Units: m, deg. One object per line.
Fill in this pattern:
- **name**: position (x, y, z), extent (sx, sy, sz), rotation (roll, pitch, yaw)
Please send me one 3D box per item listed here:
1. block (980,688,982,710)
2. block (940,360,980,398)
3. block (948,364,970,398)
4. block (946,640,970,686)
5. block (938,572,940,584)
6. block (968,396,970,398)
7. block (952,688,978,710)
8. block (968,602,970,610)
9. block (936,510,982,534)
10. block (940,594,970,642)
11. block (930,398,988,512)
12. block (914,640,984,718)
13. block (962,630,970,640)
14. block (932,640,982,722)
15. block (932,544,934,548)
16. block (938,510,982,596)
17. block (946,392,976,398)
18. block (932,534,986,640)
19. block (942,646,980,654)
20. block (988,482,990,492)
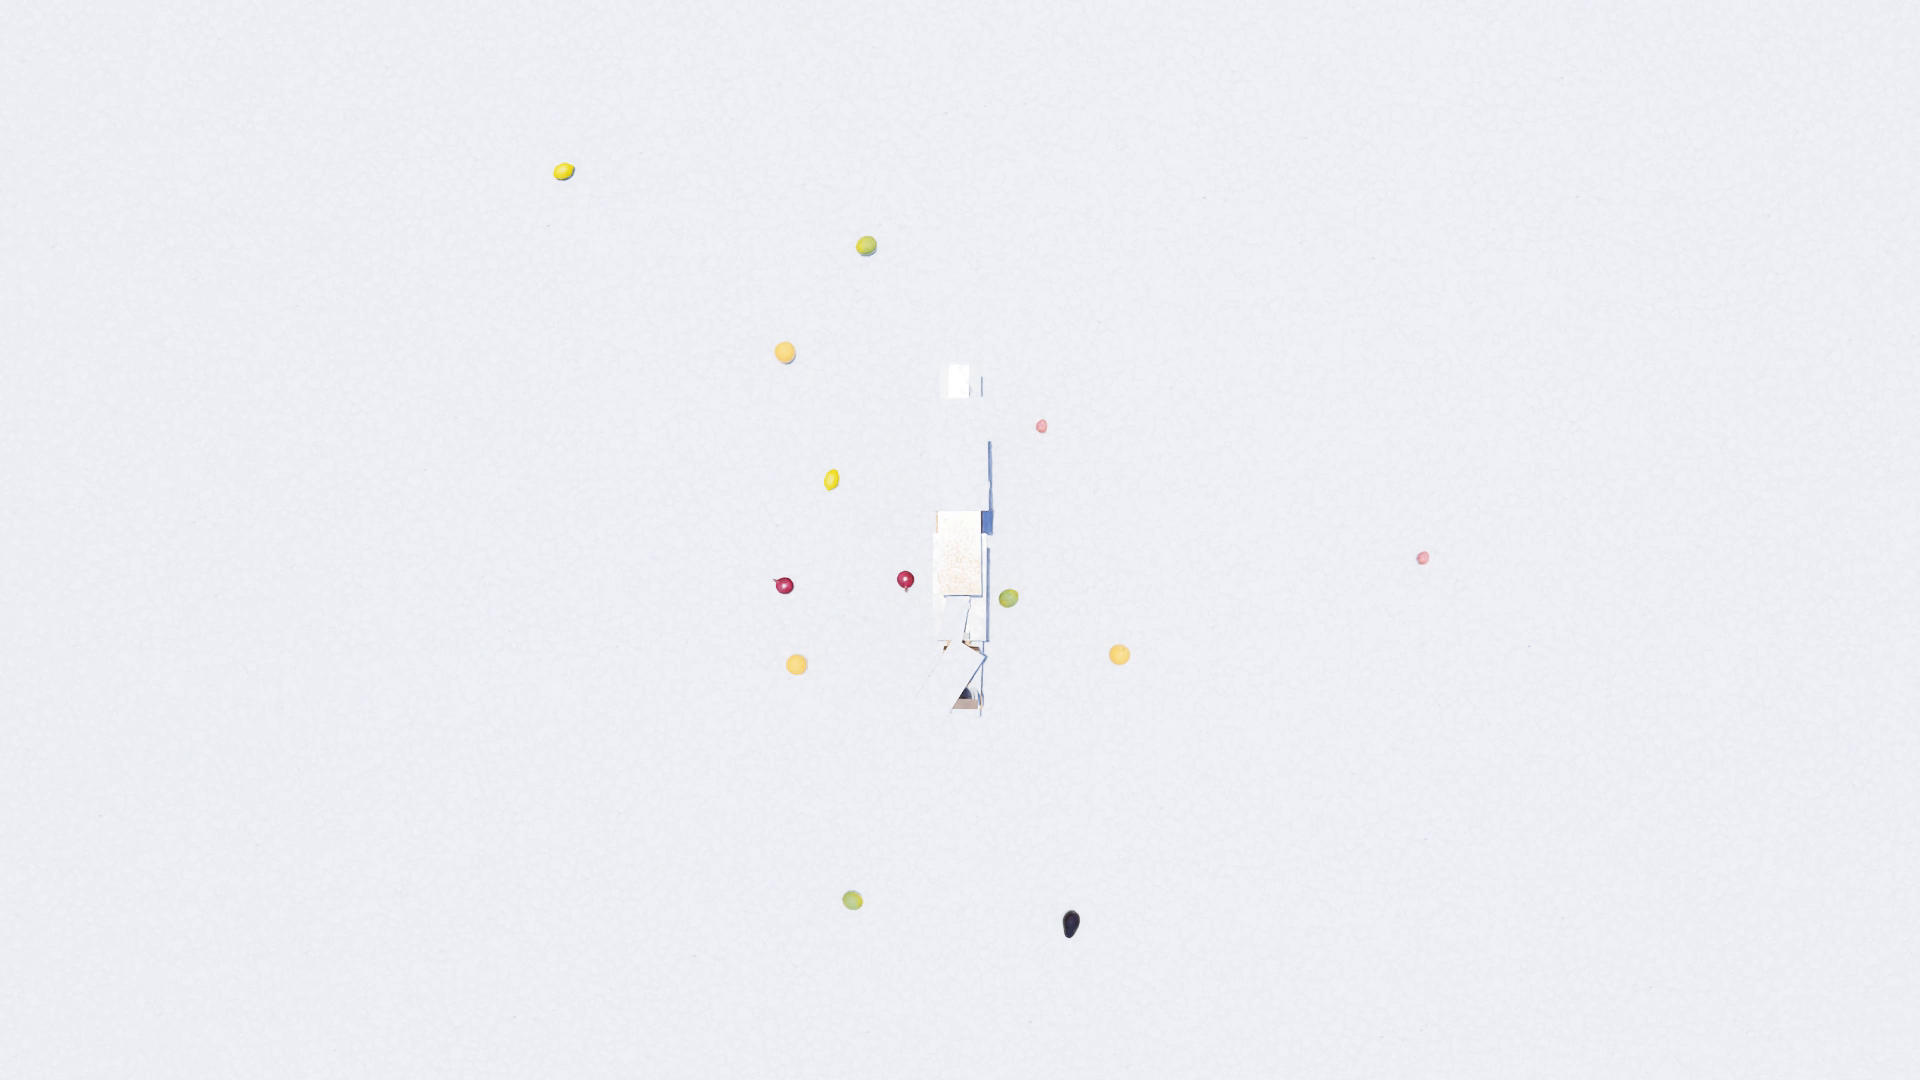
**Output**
- **block**: position (-0.003, 0.516, 5.353), extent (0.147, 0.293, 0.042), rotation (0, 90, 0)
- **block**: position (0.002, -0.436, 5.224), extent (0.129, 0.036, 0.257), rotation (0, 90, 0)
- **block**: position (-0.003, -0.453, 4.826), extent (0.059, 0.017, 0.118), rotation (1, 90, 0)
- **block**: position (-0.006, 0.370, 5.012), extent (0.072, 0.020, 0.143), rotation (1, 90, 0)
- **block**: position (-0.002, 0.109, 4.715), extent (0.116, 0.232, 0.033), rotation (-7, 86, 0)
- **block**: position (-0.003, -0.413, 4.893), extent (0.059, 0.118, 0.017), rotation (0, 90, 0)
- **block**: position (0.000, 0.477, 4.978), extent (0.105, 0.373, 0.030), rotation (1, 90, 0)
- **block**: position (-0.005, 0.187, 4.766), extent (0.066, 0.131, 0.019), rotation (0, 90, 0)
- **block**: position (-0.003, -0.156, 5.187), extent (0.146, 0.041, 0.292), rotation (0, 90, 0)
- **block**: position (-0.016, 0.220, 4.691), extent (0.066, 0.019, 0.131), rotation (10, 90, 0)
- **block**: position (-0.002, -0.237, 4.573), extent (0.156, 0.044, 0.312), rotation (-1, 89, 0)
- **block**: position (-0.030, 0.398, 4.777), extent (0.105, 0.030, 0.210), rotation (32, 90, 0)
- **block**: position (-0.007, 0.272, 4.766), extent (0.066, 0.131, 0.019), rotation (3, 90, 0)
- **block**: position (-0.007, 0.418, 5.186), extent (0.147, 0.042, 0.293), rotation (2, 90, 0)
- **block**: position (-0.002, 0.030, 5.033), extent (0.157, 0.313, 0.044), rotation (-2, 90, 0)
- **block**: position (-0.001, 0.036, 4.583), extent (0.116, 0.033, 0.232), rotation (-1, 89, 0)
- **block**: position (0.002, -0.349, 4.966), extent (0.094, 0.027, 0.187), rotation (0, 90, 0)
- **block**: position (-0.002, 0.137, 4.854), extent (0.157, 0.044, 0.313), rotation (0, 90, 0)
- **block**: position (0.003, 0.336, 4.897), extent (0.105, 0.210, 0.030), rotation (1, 90, 0)
- **block**: position (0.003, -0.141, 4.751), extent (0.156, 0.312, 0.044), rotation (7, 87, 0)
